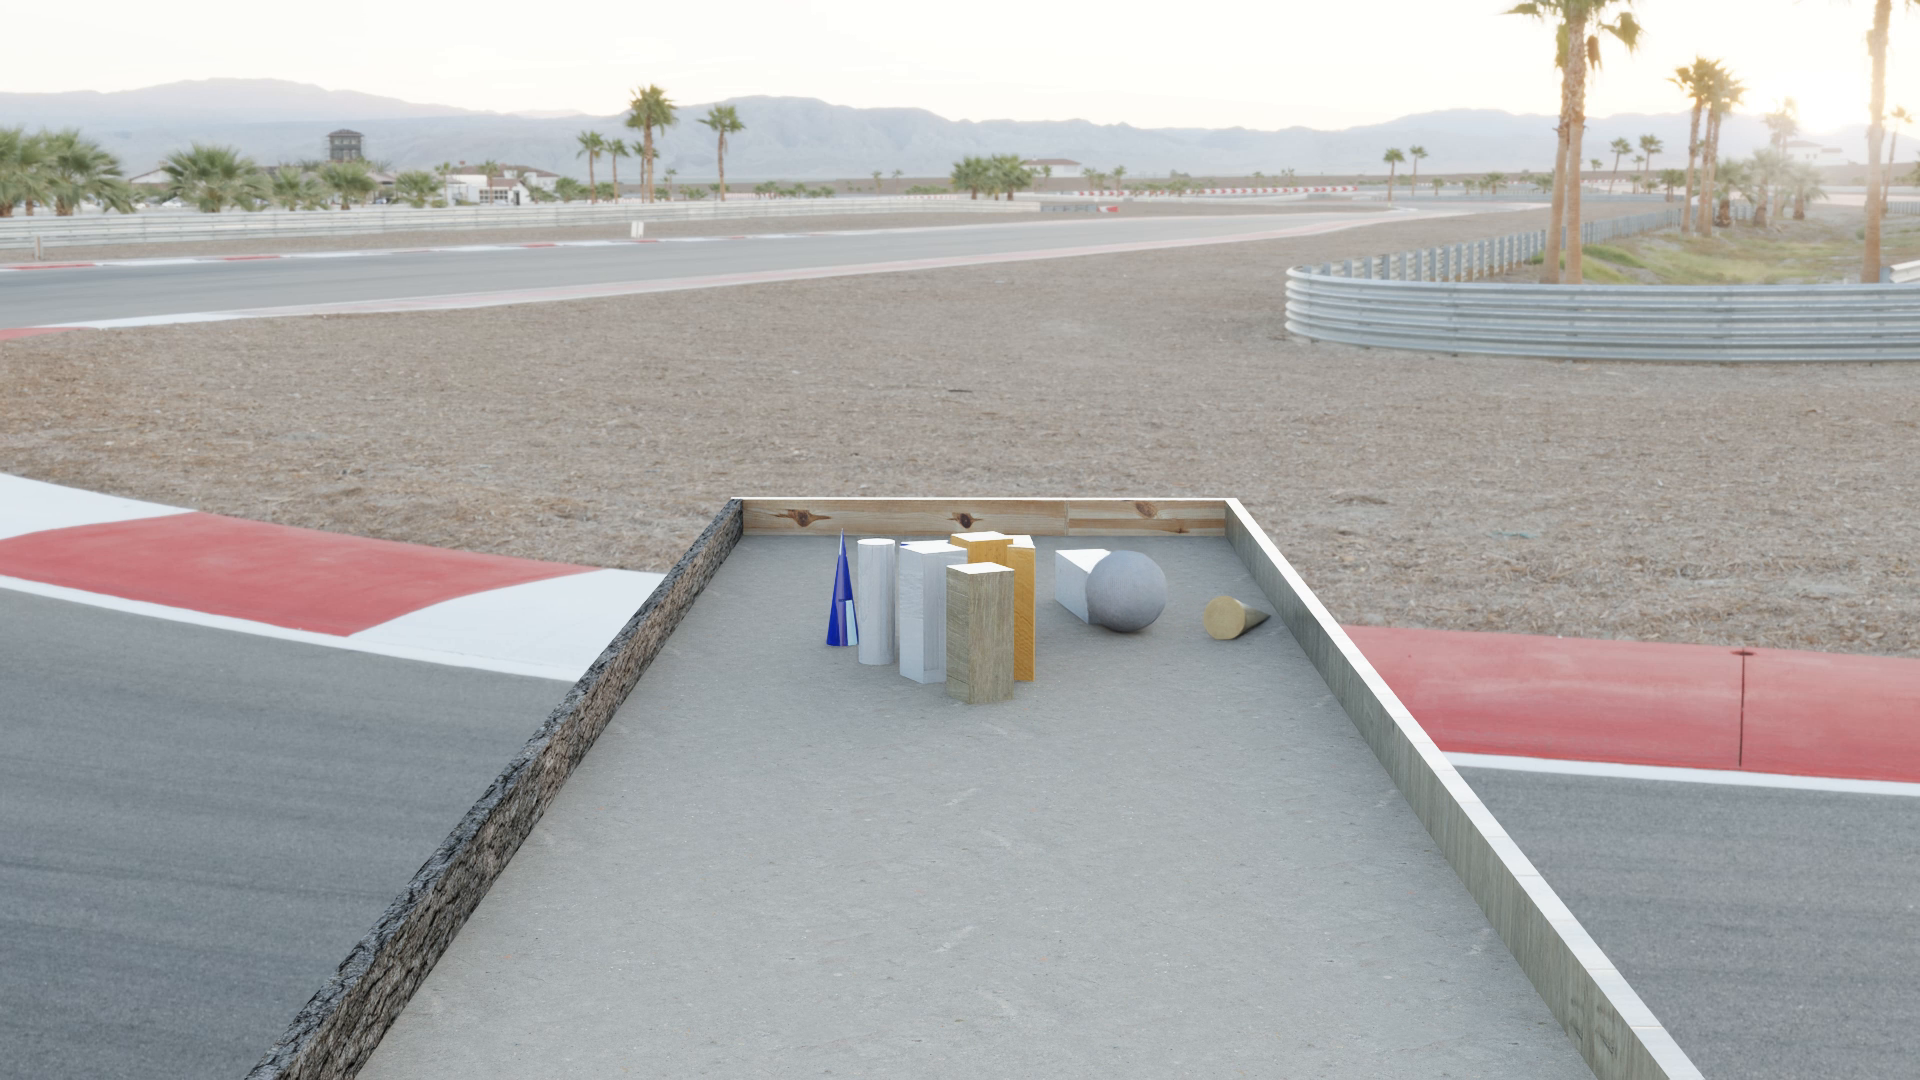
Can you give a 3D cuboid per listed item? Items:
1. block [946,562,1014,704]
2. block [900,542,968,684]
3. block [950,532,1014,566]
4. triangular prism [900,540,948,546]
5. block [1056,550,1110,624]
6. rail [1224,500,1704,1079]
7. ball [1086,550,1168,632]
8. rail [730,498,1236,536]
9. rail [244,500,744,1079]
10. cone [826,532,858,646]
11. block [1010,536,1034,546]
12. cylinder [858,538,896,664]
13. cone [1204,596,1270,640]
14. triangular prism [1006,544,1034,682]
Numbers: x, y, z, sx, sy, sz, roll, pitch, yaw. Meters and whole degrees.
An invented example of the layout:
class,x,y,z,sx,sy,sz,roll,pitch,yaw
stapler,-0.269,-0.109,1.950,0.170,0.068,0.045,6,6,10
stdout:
class,x,y,z,sx,sy,sz,roll,pitch,yaw
block,0.057,0.261,6.186,0.141,0.369,0.141,-4,10,-26
block,-0.078,0.212,6.444,0.146,0.383,0.146,-5,10,-29
block,0.067,0.179,6.650,0.143,0.385,0.143,-4,10,-23
triangular prism,-0.086,0.167,6.939,0.151,0.319,0.131,9,12,43
block,0.463,0.155,7.478,0.173,0.173,0.455,-2,9,-11
rail,1.046,0.843,3.208,0.050,0.150,12.000,0,9,1
ball,0.541,0.165,7.124,0.264,0.264,0.264,0,9,0
rail,0.099,-0.098,9.147,2.100,0.150,0.050,0,9,1
rail,-1.004,0.839,3.234,0.050,0.150,12.000,0,9,1
cone,-0.369,0.144,6.927,0.108,0.367,0.108,0,9,0
block,0.144,0.156,7.003,0.165,0.319,0.165,0,9,-2
cylinder,-0.253,0.186,6.661,0.111,0.367,0.111,0,9,0
cone,0.944,0.251,7.199,0.141,0.141,0.456,5,1,27
triangular prism,0.191,0.209,6.429,0.087,0.395,0.075,4,10,23
